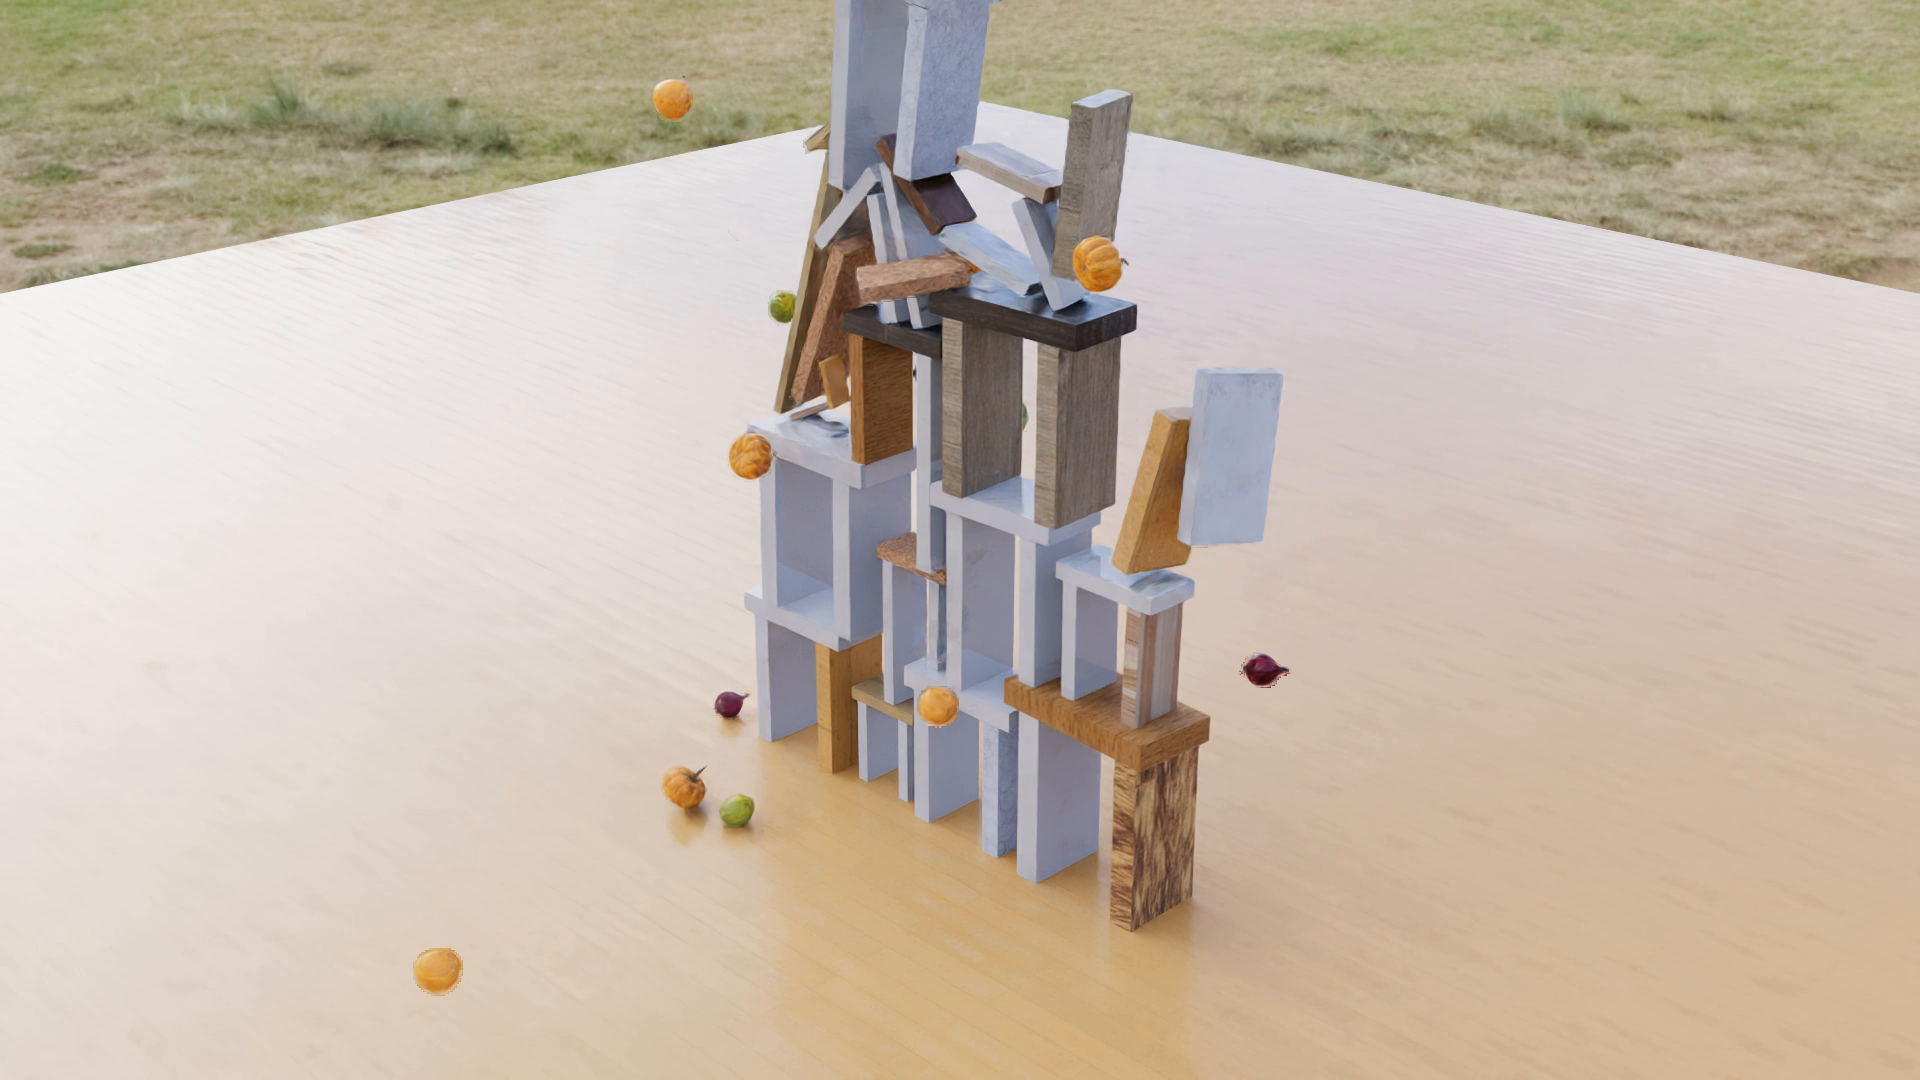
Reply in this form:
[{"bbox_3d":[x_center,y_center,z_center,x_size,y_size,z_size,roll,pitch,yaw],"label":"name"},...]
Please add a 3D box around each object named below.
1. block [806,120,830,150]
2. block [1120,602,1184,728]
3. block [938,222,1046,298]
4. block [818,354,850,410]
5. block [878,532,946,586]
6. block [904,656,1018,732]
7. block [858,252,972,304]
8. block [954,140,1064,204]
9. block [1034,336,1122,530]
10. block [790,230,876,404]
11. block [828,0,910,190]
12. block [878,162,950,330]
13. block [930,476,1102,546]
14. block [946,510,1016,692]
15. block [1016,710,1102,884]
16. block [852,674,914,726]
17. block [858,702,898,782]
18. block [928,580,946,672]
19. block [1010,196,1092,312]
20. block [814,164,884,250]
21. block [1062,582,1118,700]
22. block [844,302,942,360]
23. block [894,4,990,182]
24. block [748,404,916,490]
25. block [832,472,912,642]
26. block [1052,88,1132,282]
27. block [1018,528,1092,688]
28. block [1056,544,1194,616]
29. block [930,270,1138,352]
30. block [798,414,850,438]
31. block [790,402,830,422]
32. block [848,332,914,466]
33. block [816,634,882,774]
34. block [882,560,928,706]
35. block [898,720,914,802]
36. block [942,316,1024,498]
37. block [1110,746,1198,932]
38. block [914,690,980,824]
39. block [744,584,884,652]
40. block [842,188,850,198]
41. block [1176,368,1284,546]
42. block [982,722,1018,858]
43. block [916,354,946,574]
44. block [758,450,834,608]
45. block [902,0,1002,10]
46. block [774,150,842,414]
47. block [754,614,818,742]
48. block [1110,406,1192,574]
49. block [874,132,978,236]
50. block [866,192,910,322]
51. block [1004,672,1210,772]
[{"bbox_3d":[-0.227,-0.774,4.150,0.069,0.020,0.139,-11,-10,-38],"label":"block"},{"bbox_3d":[0.343,0.211,3.925,0.115,0.230,0.033,-20,32,-39],"label":"block"},{"bbox_3d":[0.069,-0.498,3.902,0.200,0.028,0.100,36,29,21],"label":"block"},{"bbox_3d":[-0.247,-0.313,4.352,0.014,0.099,0.049,14,34,42],"label":"block"},{"bbox_3d":[-0.063,0.035,4.313,0.095,0.027,0.191,-21,32,-40],"label":"block"},{"bbox_3d":[0.042,0.287,4.296,0.144,0.041,0.287,-21,31,-41],"label":"block"},{"bbox_3d":[-0.083,-0.474,3.956,0.201,0.028,0.100,-10,29,2],"label":"block"},{"bbox_3d":[0.100,-0.640,3.820,0.200,0.028,0.100,30,33,31],"label":"block"},{"bbox_3d":[0.209,-0.203,3.907,0.048,0.338,0.169,21,30,39],"label":"block"},{"bbox_3d":[-0.238,-0.440,4.343,0.119,0.422,0.034,-27,63,-34],"label":"block"},{"bbox_3d":[-0.161,-0.842,4.050,0.154,0.374,0.044,-18,34,-37],"label":"block"},{"bbox_3d":[-0.071,-0.551,4.061,0.100,0.310,0.028,-19,11,-37],"label":"block"},{"bbox_3d":[0.101,-0.067,4.071,0.293,0.042,0.147,20,30,39],"label":"block"},{"bbox_3d":[0.040,0.094,4.222,0.042,0.373,0.147,21,31,40],"label":"block"},{"bbox_3d":[0.191,0.463,4.213,0.178,0.356,0.050,-21,31,-40],"label":"block"},{"bbox_3d":[-0.127,0.326,4.497,0.181,0.026,0.090,21,31,41],"label":"block"},{"bbox_3d":[-0.169,0.404,4.577,0.026,0.181,0.090,21,31,41],"label":"block"},{"bbox_3d":[-0.019,0.153,4.315,0.095,0.191,0.027,-21,32,-40],"label":"block"},{"bbox_3d":[0.158,-0.505,3.816,0.028,0.200,0.100,-16,11,35],"label":"block"},{"bbox_3d":[-0.171,-0.633,4.152,0.119,0.034,0.238,-18,-16,-37],"label":"block"},{"bbox_3d":[0.238,0.169,4.026,0.115,0.229,0.033,-21,31,-40],"label":"block"},{"bbox_3d":[-0.083,-0.398,4.136,0.260,0.037,0.130,21,31,40],"label":"block"},{"bbox_3d":[-0.033,-0.801,3.899,0.154,0.308,0.044,-21,39,-41],"label":"block"},{"bbox_3d":[-0.252,-0.191,4.421,0.169,0.048,0.338,-21,31,-41],"label":"block"},{"bbox_3d":[-0.176,0.019,4.424,0.169,0.338,0.048,-21,32,-41],"label":"block"},{"bbox_3d":[0.225,-0.607,3.756,0.042,0.300,0.150,18,28,24],"label":"block"},{"bbox_3d":[0.176,0.114,4.075,0.147,0.293,0.042,-20,30,-39],"label":"block"},{"bbox_3d":[0.293,0.069,3.925,0.115,0.033,0.229,-20,30,-39],"label":"block"},{"bbox_3d":[0.128,-0.411,3.901,0.338,0.048,0.169,20,30,38],"label":"block"},{"bbox_3d":[-0.274,-0.230,4.433,0.050,0.014,0.099,-21,31,-40],"label":"block"},{"bbox_3d":[-0.298,-0.262,4.453,0.049,0.014,0.099,-19,4,-38],"label":"block"},{"bbox_3d":[-0.151,-0.286,4.254,0.130,0.260,0.037,-21,31,-40],"label":"block"},{"bbox_3d":[-0.230,0.329,4.609,0.042,0.294,0.147,21,31,41],"label":"block"},{"bbox_3d":[-0.110,0.174,4.422,0.027,0.312,0.095,21,31,41],"label":"block"},{"bbox_3d":[-0.084,0.437,4.498,0.026,0.181,0.090,21,31,41],"label":"block"},{"bbox_3d":[0.042,-0.262,4.045,0.048,0.338,0.169,19,30,38],"label":"block"},{"bbox_3d":[0.359,0.528,4.060,0.050,0.356,0.178,21,31,41],"label":"block"},{"bbox_3d":[-0.026,0.412,4.423,0.144,0.287,0.041,-21,31,-41],"label":"block"},{"bbox_3d":[-0.300,0.147,4.606,0.294,0.042,0.147,21,31,40],"label":"block"},{"bbox_3d":[-0.189,-0.707,4.148,0.069,0.139,0.020,-21,35,-35],"label":"block"},{"bbox_3d":[0.462,-0.143,3.766,0.150,0.300,0.042,-3,17,-27],"label":"block"},{"bbox_3d":[0.109,0.465,4.298,0.144,0.287,0.041,-21,31,-41],"label":"block"},{"bbox_3d":[-0.023,-0.158,4.176,0.130,0.437,0.037,-21,32,-40],"label":"block"},{"bbox_3d":[-0.334,-0.044,4.569,0.048,0.338,0.169,23,32,40],"label":"block"},{"bbox_3d":[-0.084,-0.994,3.888,0.154,0.044,0.308,-17,32,-37],"label":"block"},{"bbox_3d":[-0.288,-0.507,4.344,0.020,0.595,0.069,35,39,26],"label":"block"},{"bbox_3d":[-0.368,0.275,4.736,0.042,0.294,0.147,21,31,40],"label":"block"},{"bbox_3d":[0.369,-0.089,3.837,0.150,0.301,0.042,-9,34,-39],"label":"block"},{"bbox_3d":[-0.062,-0.653,3.994,0.100,0.201,0.028,-23,-12,-41],"label":"block"},{"bbox_3d":[-0.099,-0.535,4.104,0.119,0.239,0.034,-18,15,-36],"label":"block"},{"bbox_3d":[0.267,0.312,4.048,0.178,0.050,0.356,-19,29,-37],"label":"block"}]
